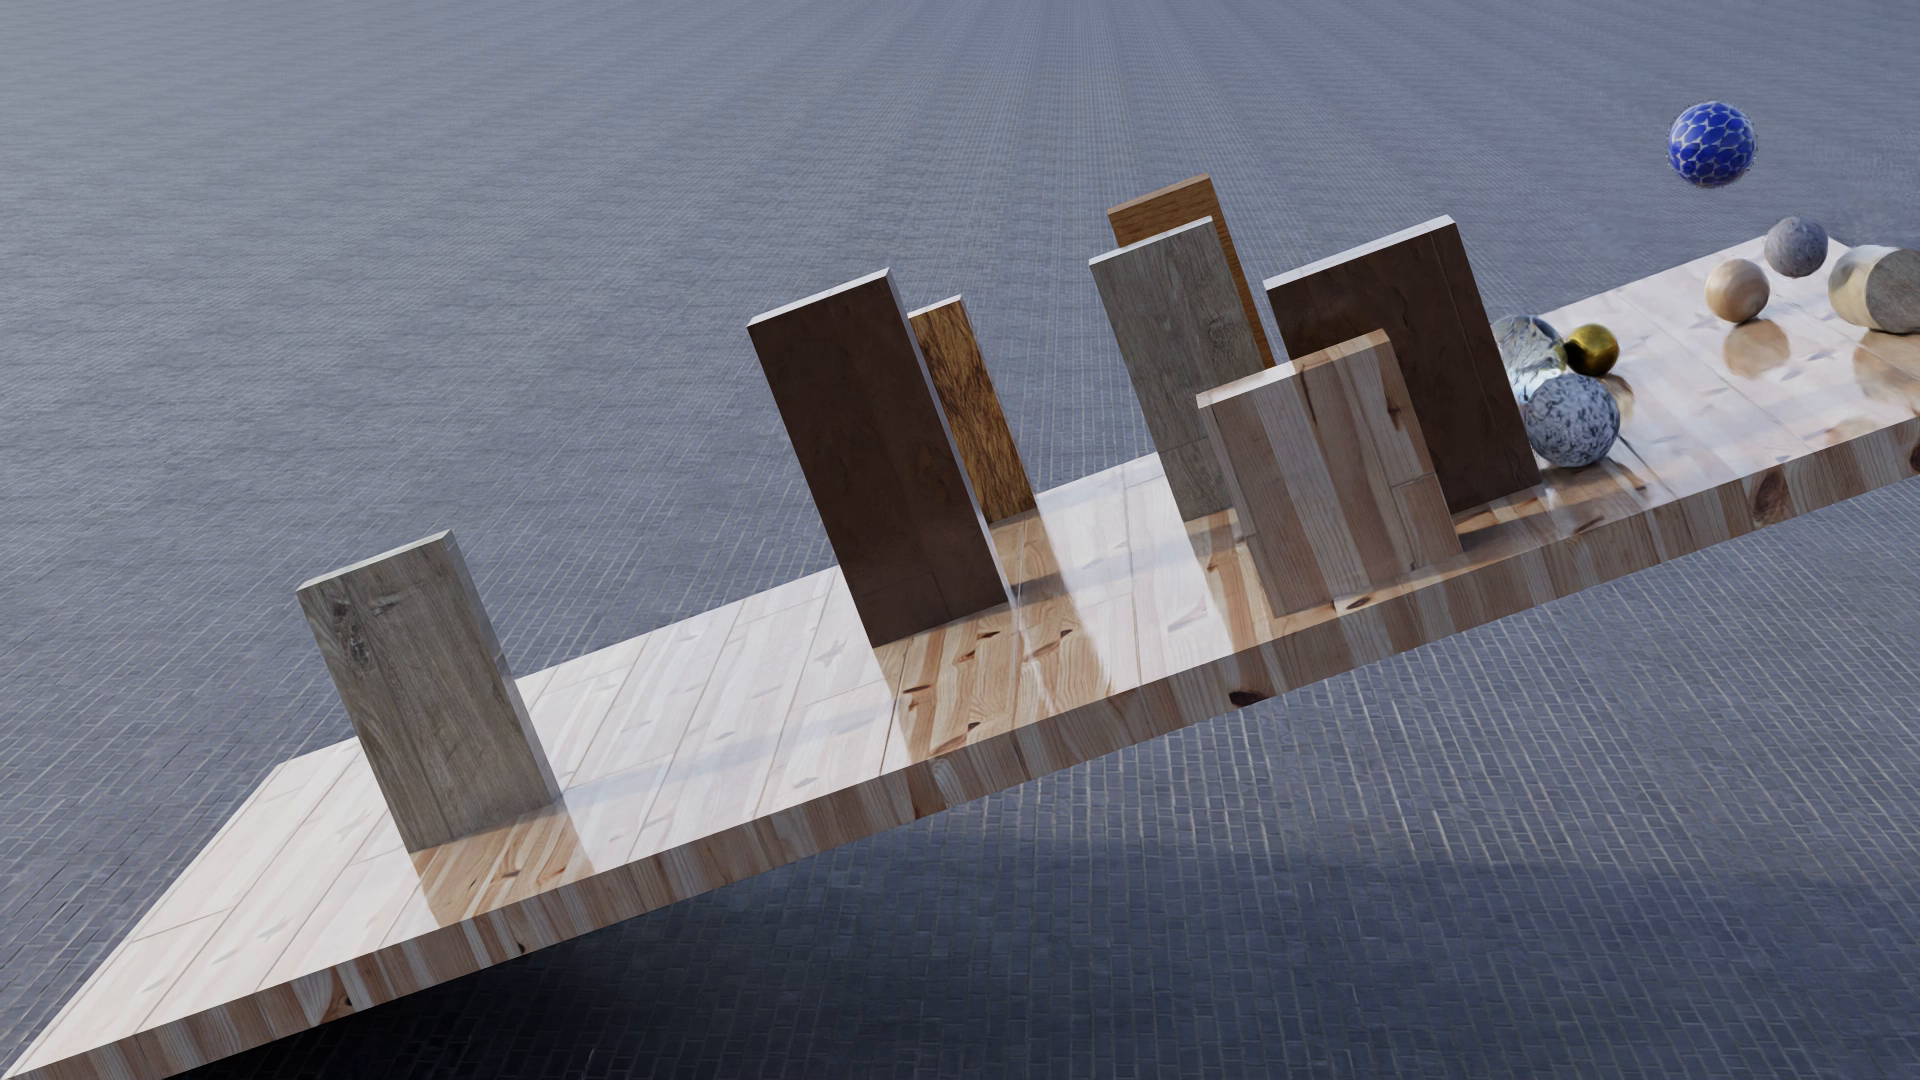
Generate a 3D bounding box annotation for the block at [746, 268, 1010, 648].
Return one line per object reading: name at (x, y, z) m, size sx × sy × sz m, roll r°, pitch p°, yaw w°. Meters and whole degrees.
block at (-0.169, -0.174, 6.290) m, size 0.312 × 0.743 × 0.135 m, roll -20°, pitch 11°, yaw 6°

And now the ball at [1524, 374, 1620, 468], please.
ball at (1.166, -0.227, 5.605) m, size 0.180 × 0.180 × 0.180 m, roll 0°, pitch 13°, yaw 0°

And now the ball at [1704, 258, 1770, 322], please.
ball at (1.654, -0.532, 6.263) m, size 0.138 × 0.138 × 0.138 m, roll 0°, pitch 13°, yaw 0°

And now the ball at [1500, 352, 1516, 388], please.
ball at (1.154, -0.357, 6.403) m, size 0.111 × 0.111 × 0.111 m, roll 0°, pitch 13°, yaw 0°

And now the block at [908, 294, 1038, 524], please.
block at (-0.096, -0.270, 7.128) m, size 0.408 × 0.537 × 0.101 m, roll -20°, pitch 11°, yaw 6°

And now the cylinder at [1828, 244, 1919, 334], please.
cylinder at (1.804, -0.490, 5.735) m, size 0.162 × 0.162 × 0.162 m, roll -2°, pitch 9°, yaw -9°

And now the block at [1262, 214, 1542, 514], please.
block at (0.847, -0.304, 5.638) m, size 0.373 × 0.530 × 0.127 m, roll -20°, pitch 11°, yaw 6°

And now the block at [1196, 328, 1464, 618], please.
block at (0.675, -0.122, 5.388) m, size 0.363 × 0.416 × 0.141 m, roll -20°, pitch 11°, yaw 6°

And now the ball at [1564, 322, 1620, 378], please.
ball at (1.346, -0.404, 6.268) m, size 0.116 × 0.116 × 0.116 m, roll 0°, pitch 13°, yaw 0°

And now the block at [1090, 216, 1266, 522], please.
block at (0.512, -0.368, 6.356) m, size 0.278 × 0.598 × 0.098 m, roll -20°, pitch 11°, yaw 6°

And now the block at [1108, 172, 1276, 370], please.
block at (0.561, -0.492, 6.730) m, size 0.243 × 0.642 × 0.126 m, roll -20°, pitch 11°, yaw 6°

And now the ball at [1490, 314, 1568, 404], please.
ball at (1.193, -0.384, 6.252) m, size 0.193 × 0.193 × 0.193 m, roll 0°, pitch 13°, yaw 0°

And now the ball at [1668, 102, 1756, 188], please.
ball at (1.546, -0.813, 6.049) m, size 0.175 × 0.175 × 0.175 m, roll 0°, pitch 13°, yaw 0°

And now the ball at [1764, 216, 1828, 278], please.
ball at (1.645, -0.576, 5.784) m, size 0.122 × 0.122 × 0.122 m, roll 0°, pitch 13°, yaw 0°

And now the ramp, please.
ramp at (0.116, 0.176, 6.297) m, size 4.000 × 0.100 × 2.000 m, roll -20°, pitch 11°, yaw 6°

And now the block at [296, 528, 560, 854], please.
block at (-1.088, 0.313, 6.036) m, size 0.325 × 0.595 × 0.086 m, roll -20°, pitch 11°, yaw 6°
